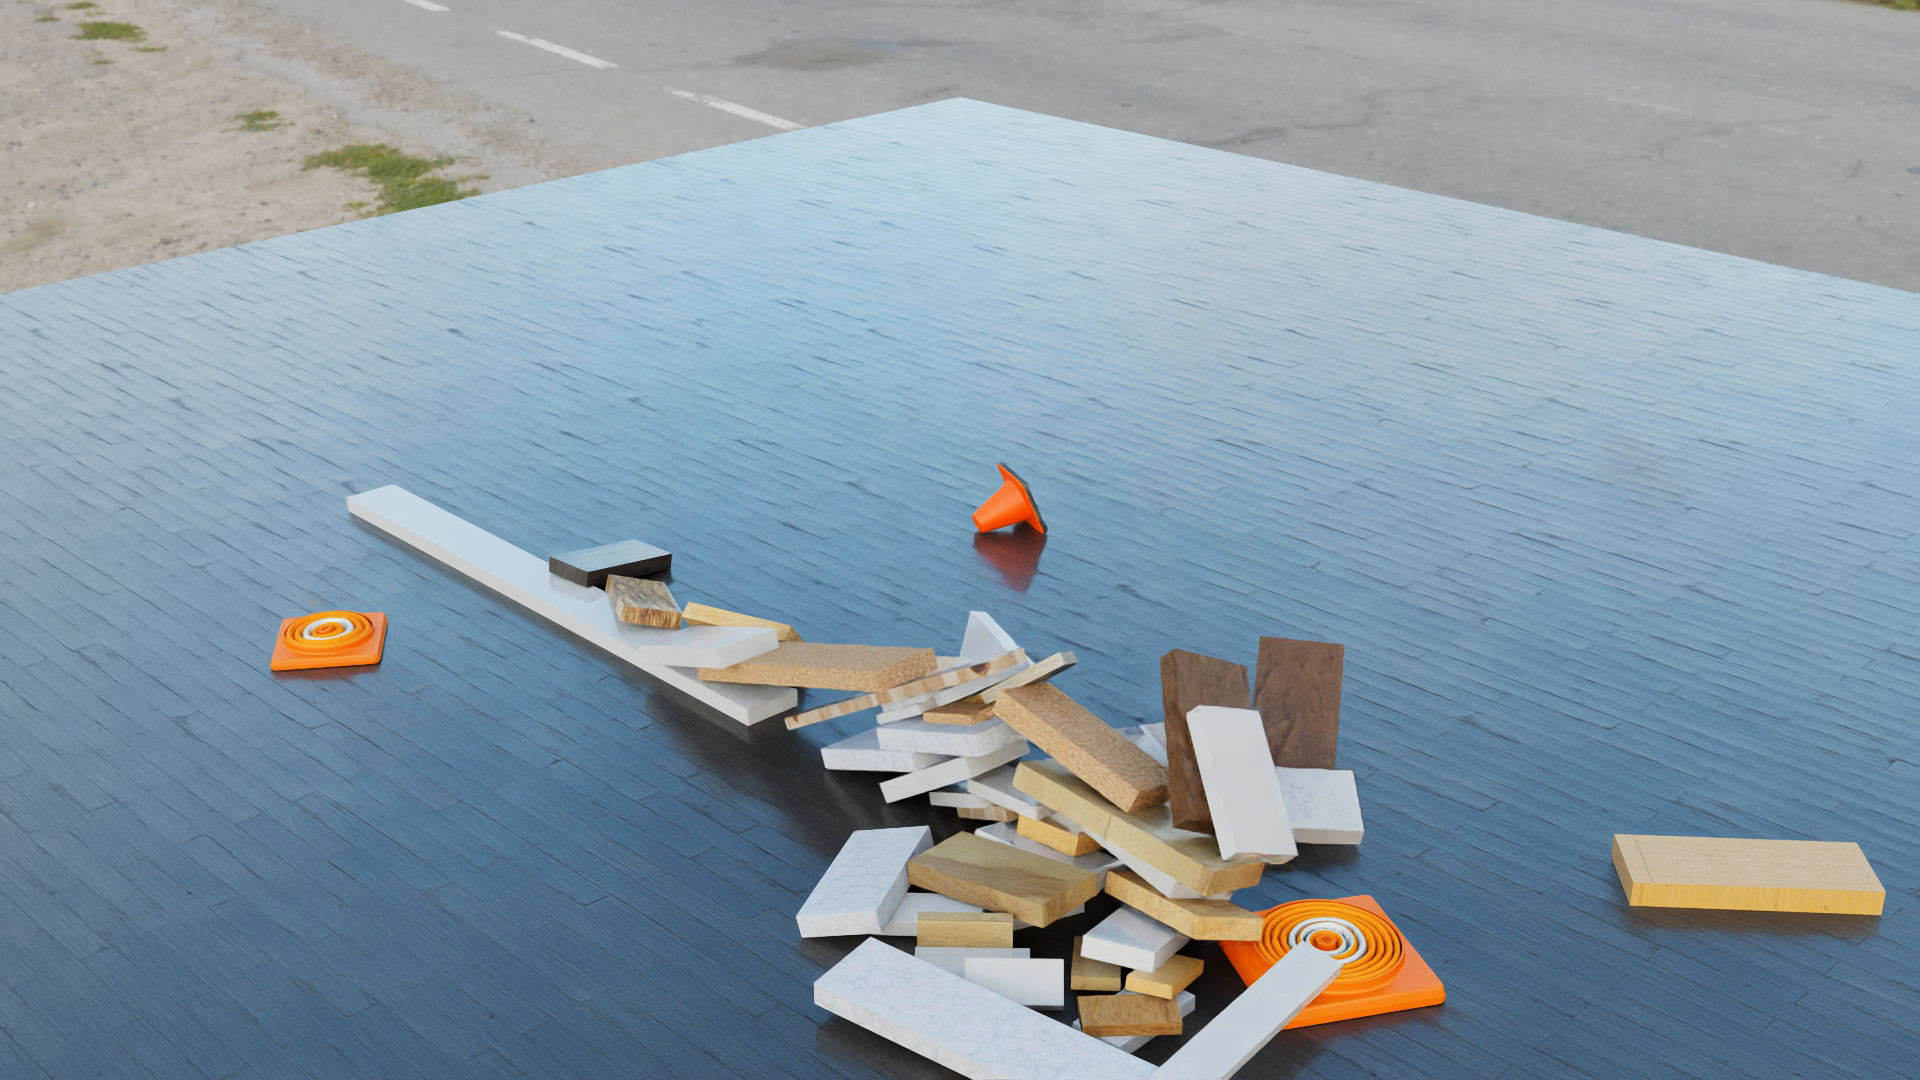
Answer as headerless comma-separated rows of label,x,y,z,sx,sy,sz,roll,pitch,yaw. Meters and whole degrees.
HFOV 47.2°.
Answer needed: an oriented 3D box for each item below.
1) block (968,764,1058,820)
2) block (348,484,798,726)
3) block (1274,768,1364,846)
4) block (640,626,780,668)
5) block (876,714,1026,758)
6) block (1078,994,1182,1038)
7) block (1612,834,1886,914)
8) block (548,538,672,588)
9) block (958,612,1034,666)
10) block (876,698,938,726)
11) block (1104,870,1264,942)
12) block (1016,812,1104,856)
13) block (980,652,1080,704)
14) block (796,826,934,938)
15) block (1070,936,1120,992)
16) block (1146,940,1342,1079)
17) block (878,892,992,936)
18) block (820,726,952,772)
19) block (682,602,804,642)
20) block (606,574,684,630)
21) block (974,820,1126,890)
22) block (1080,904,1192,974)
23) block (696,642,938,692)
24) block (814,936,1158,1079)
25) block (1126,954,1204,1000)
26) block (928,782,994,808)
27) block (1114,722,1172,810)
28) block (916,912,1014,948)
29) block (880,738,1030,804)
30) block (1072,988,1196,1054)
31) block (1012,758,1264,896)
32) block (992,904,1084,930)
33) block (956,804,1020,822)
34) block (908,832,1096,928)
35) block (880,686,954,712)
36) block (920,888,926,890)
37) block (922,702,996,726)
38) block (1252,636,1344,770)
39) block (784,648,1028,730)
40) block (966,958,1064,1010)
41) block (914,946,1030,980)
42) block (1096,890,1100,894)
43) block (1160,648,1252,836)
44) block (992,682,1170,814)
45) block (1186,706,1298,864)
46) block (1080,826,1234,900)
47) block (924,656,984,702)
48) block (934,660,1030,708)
block,0.117,0.490,4.276,0.100,0.028,0.200,-15,21,-39
block,-1.007,0.126,5.412,0.141,0.040,1.719,-21,30,-40
block,0.632,0.525,4.373,0.315,0.045,0.157,3,42,-4
block,-0.563,0.238,4.921,0.158,0.045,0.315,-20,12,-39
block,-0.008,0.378,4.371,0.155,0.044,0.310,-19,11,-39
block,0.288,0.810,3.747,0.169,0.024,0.085,-1,23,-3
block,1.498,0.637,4.196,0.461,0.050,0.177,2,23,4
block,-0.876,0.056,5.519,0.141,0.040,0.282,19,21,36
block,0.079,0.276,4.829,0.038,0.133,0.297,6,18,-24
block,-0.098,0.345,4.475,0.074,0.021,0.148,-19,0,-40
block,0.405,0.665,4.005,0.145,0.041,0.291,8,5,-30
block,0.258,0.553,4.298,0.139,0.040,0.304,18,13,36
block,0.136,0.269,4.293,0.182,0.026,0.091,-28,-11,17
block,-0.175,0.641,4.144,0.159,0.045,0.319,-7,20,21
block,0.244,0.754,3.916,0.086,0.024,0.172,2,13,5
block,0.227,0.949,3.401,0.085,0.024,1.279,28,37,30
block,-0.052,0.691,4.054,0.206,0.029,0.103,-2,21,19
block,-0.133,0.431,4.548,0.155,0.044,0.311,-19,8,-38
block,-0.491,0.219,5.075,0.279,0.139,0.040,12,65,25
block,-0.758,0.147,5.268,0.141,0.040,0.282,9,11,-19
block,0.171,0.600,4.188,0.266,0.038,0.133,18,15,36
block,0.326,0.709,3.950,0.133,0.038,0.266,10,9,22
block,-0.319,0.267,4.712,0.157,0.045,0.661,-19,12,-38
block,0.042,0.834,3.695,0.609,0.045,0.159,18,32,31
block,0.359,0.759,3.844,0.085,0.024,0.169,8,8,24
block,0.029,0.511,4.416,0.100,0.028,0.200,-11,2,-29
block,0.451,0.484,4.556,0.177,0.050,0.355,-6,24,-15
block,0.009,0.715,3.966,0.172,0.086,0.024,1,23,2
block,-0.013,0.458,4.416,0.155,0.044,0.311,-19,-4,-38
block,0.301,0.820,3.790,0.103,0.029,0.206,20,30,40
block,0.328,0.525,4.086,0.469,0.049,0.171,26,16,37
block,0.125,0.683,4.115,0.193,0.027,0.096,-10,25,-23
block,0.085,0.530,4.370,0.100,0.028,0.200,-11,2,-29
block,0.076,0.626,4.076,0.319,0.045,0.159,12,22,39
block,-0.087,0.318,4.465,0.074,0.021,0.148,-19,0,-41
block,0.032,0.641,4.158,0.193,0.027,0.096,5,19,23
block,0.002,0.344,4.362,0.074,0.021,0.148,-19,11,-38
block,0.696,0.372,4.572,0.177,0.050,0.355,6,57,8
block,-0.123,0.306,4.454,0.091,0.026,0.706,-19,0,-40
block,0.095,0.777,3.845,0.172,0.024,0.086,1,56,1
block,0.021,0.767,3.916,0.206,0.029,0.103,1,23,1
block,0.195,0.629,4.244,0.193,0.027,0.096,12,26,26
block,0.470,0.383,4.113,0.171,0.049,0.343,15,57,-27
block,0.241,0.391,4.189,0.343,0.049,0.171,35,21,27
block,0.516,0.448,4.031,0.145,0.041,0.291,8,56,-33
block,0.367,0.584,4.093,0.145,0.041,0.291,7,15,-34
block,0.000,0.314,4.970,0.279,0.040,0.139,3,23,8
block,0.045,0.285,4.360,0.182,0.026,0.091,-25,-8,38
